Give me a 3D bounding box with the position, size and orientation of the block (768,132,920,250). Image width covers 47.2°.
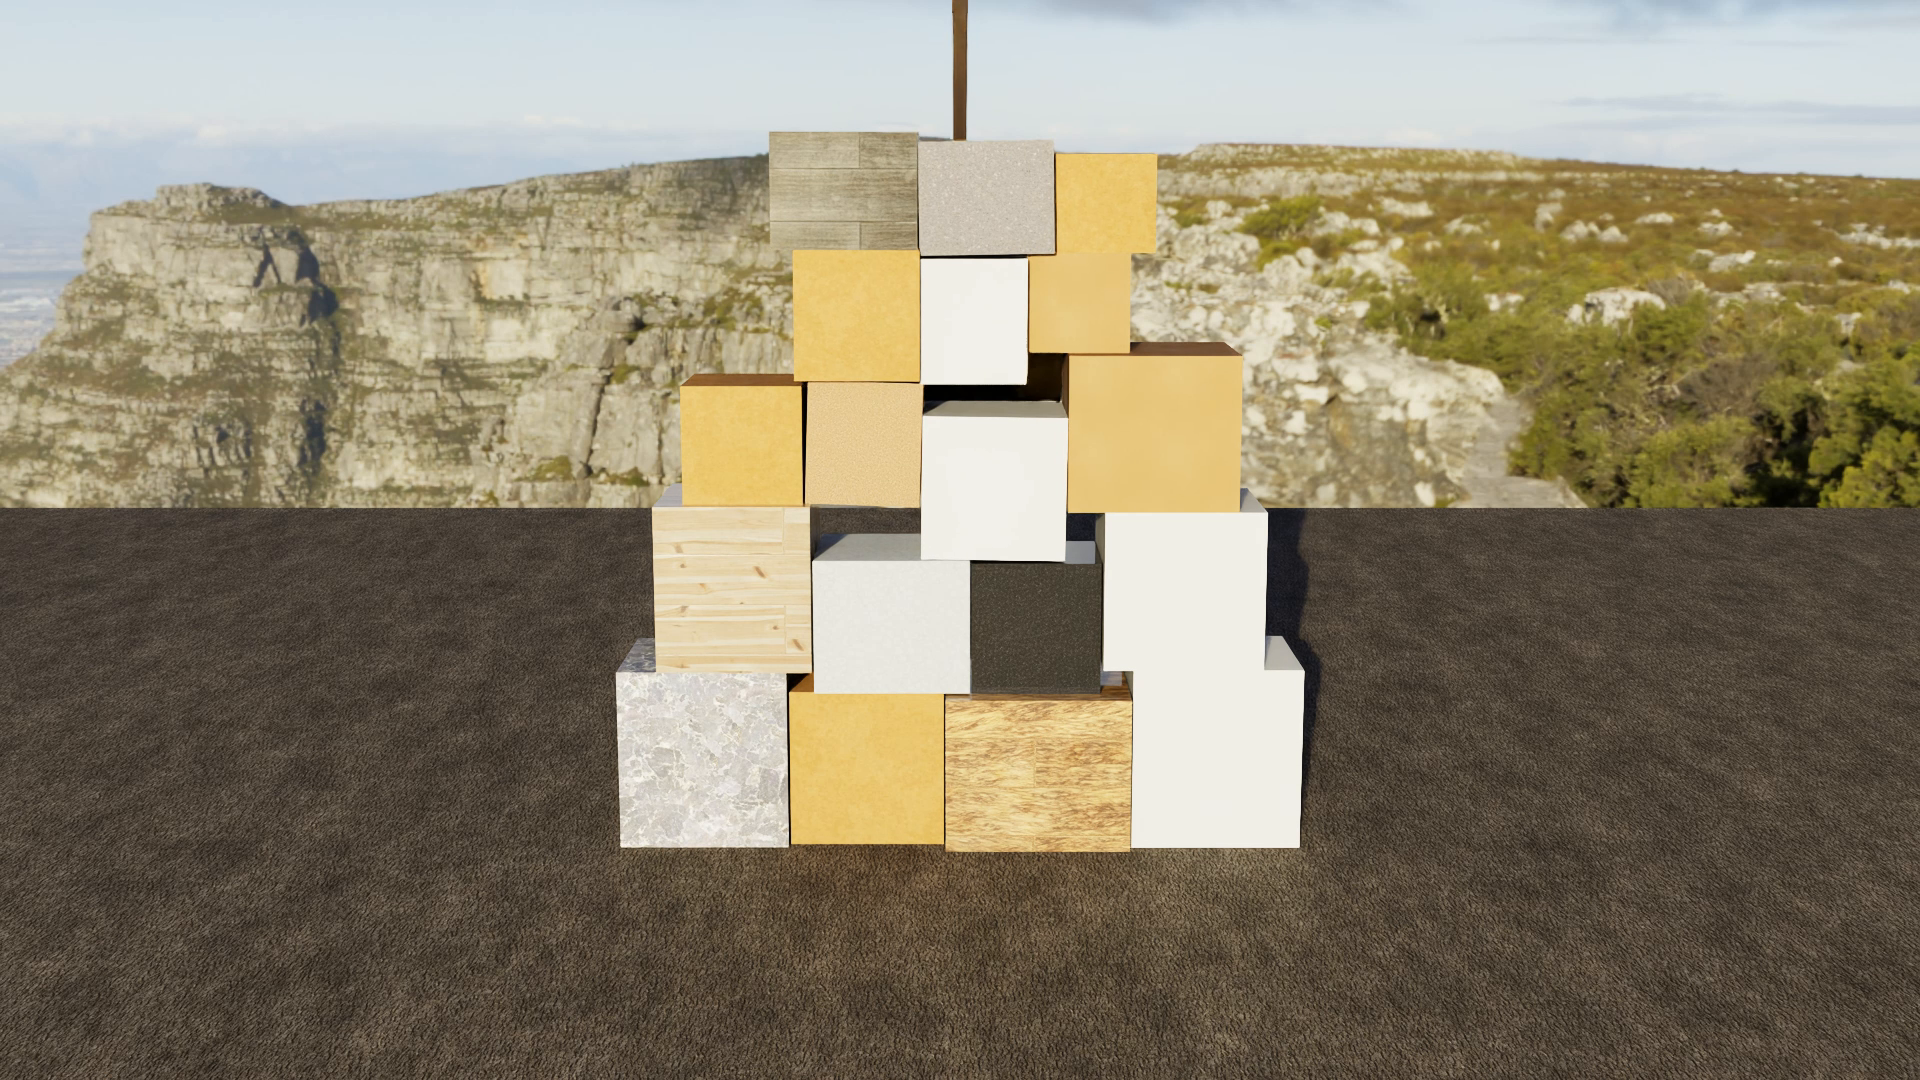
[{"bbox_3d":[-0.558,-1.734,10.881,0.709,0.561,0.684,0,10,0],"label":"block"}]

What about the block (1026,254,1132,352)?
[{"bbox_3d":[0.580,-1.199,10.969,0.504,0.486,0.475,0,10,0],"label":"block"}]

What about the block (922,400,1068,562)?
[{"bbox_3d":[0.168,-0.311,11.140,0.711,0.710,0.689,1,10,0],"label":"block"}]

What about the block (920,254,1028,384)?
[{"bbox_3d":[0.066,-1.109,10.960,0.523,0.607,0.558,0,10,0],"label":"block"}]

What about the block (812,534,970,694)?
[{"bbox_3d":[-0.339,0.366,11.267,0.774,0.670,0.767,0,10,0],"label":"block"}]

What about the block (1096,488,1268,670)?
[{"bbox_3d":[1.108,0.187,11.204,0.794,0.793,0.786,0,10,0],"label":"block"}]

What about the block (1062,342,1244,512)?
[{"bbox_3d":[0.948,-0.578,11.058,0.838,0.766,0.765,0,10,0],"label":"block"}]

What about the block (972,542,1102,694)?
[{"bbox_3d":[0.380,0.388,11.239,0.643,0.663,0.619,0,10,0],"label":"block"}]

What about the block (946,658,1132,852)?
[{"bbox_3d":[0.390,1.096,11.367,0.922,0.776,0.896,0,10,0],"label":"block"}]

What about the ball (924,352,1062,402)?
[{"bbox_3d":[0.000,-1.349,13.043,1.600,1.600,1.600,0,10,0],"label":"ball"}]

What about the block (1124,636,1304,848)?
[{"bbox_3d":[1.283,1.028,11.356,0.846,0.915,0.772,0,10,0],"label":"block"}]

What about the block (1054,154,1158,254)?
[{"bbox_3d":[0.705,-1.673,10.894,0.494,0.475,0.492,0,10,0],"label":"block"}]

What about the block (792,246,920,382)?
[{"bbox_3d":[-0.500,-1.145,10.977,0.610,0.632,0.687,0,10,0],"label":"block"}]

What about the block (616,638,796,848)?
[{"bbox_3d":[-1.284,1.033,11.361,0.844,0.902,0.765,0,10,0],"label":"block"}]

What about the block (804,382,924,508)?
[{"bbox_3d":[-0.473,-0.521,11.076,0.563,0.612,0.555,2,10,0],"label":"block"}]

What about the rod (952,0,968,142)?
[{"bbox_3d":[0.000,-4.278,11.316,0.080,5.200,0.080,0,31,0],"label":"rod"}]

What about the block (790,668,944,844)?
[{"bbox_3d":[-0.467,1.086,11.383,0.771,0.790,0.691,0,10,0],"label":"block"}]

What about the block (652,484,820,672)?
[{"bbox_3d":[-1.121,0.181,11.201,0.769,0.833,0.769,0,10,0],"label":"block"}]

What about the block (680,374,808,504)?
[{"bbox_3d":[-1.071,-0.517,11.080,0.591,0.583,0.602,0,10,0],"label":"block"}]

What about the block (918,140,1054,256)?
[{"bbox_3d":[0.127,-1.701,10.878,0.652,0.542,0.631,-1,10,0],"label":"block"}]
